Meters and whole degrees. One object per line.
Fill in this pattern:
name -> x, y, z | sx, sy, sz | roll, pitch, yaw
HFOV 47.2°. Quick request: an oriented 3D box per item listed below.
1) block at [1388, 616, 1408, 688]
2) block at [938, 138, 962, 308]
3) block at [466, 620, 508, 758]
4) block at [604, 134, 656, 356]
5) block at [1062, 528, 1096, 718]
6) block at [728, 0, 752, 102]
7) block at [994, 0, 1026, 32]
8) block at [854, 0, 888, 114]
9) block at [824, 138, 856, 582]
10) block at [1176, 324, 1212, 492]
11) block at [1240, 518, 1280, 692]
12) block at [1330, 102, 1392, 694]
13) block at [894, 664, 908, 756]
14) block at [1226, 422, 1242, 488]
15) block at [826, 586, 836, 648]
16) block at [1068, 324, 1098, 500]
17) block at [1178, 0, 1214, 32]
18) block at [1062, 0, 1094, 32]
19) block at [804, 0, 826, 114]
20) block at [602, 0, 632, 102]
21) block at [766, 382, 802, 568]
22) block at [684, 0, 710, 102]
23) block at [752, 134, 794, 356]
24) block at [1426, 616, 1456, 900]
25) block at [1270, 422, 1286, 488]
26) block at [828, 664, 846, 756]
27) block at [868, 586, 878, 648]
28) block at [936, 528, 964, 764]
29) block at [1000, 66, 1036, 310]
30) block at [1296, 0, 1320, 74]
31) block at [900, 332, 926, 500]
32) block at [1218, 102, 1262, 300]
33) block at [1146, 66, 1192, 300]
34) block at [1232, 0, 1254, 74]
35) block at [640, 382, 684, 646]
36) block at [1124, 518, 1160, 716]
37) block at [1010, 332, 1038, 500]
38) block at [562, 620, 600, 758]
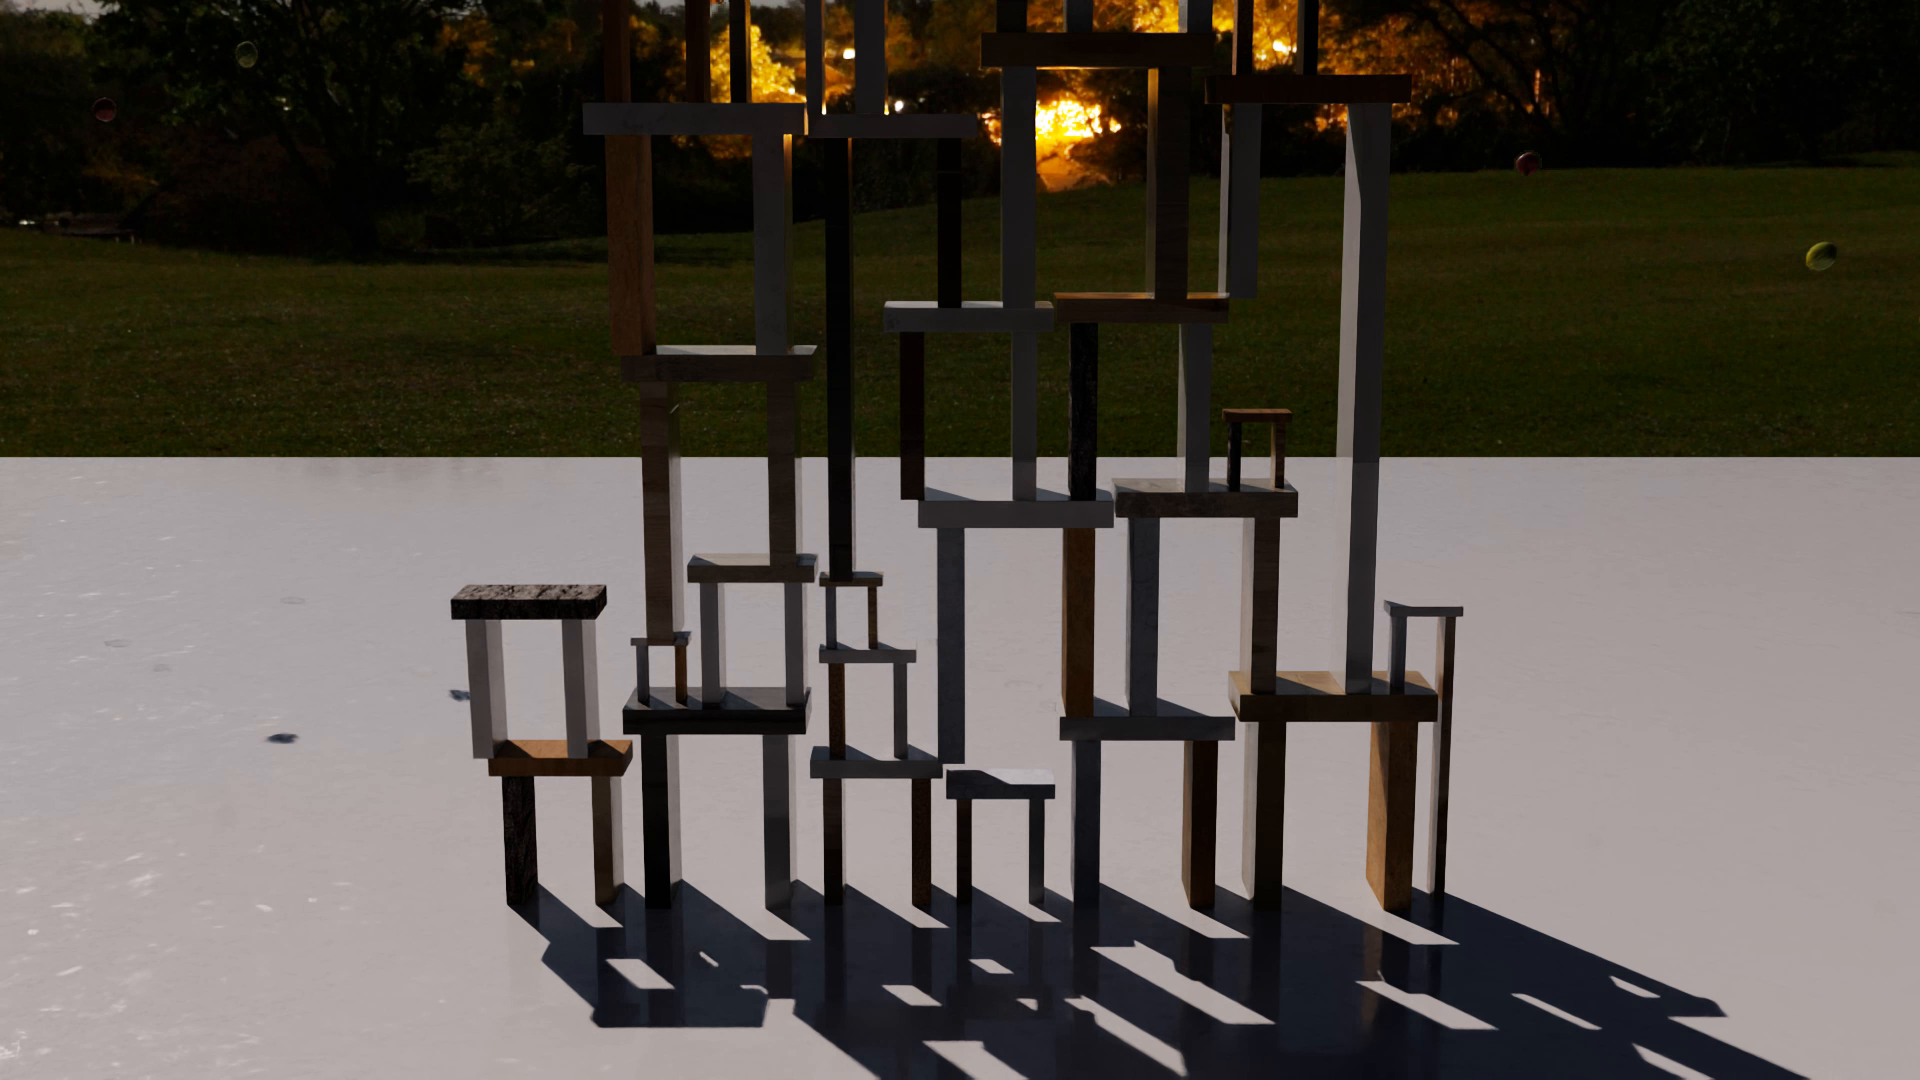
block -> 0.713, 0.176, 3.588 | 0.017, 0.118, 0.059 | 0, 11, 0
block -> -0.017, -0.502, 3.469 | 0.037, 0.260, 0.130 | 0, 11, 0
block -> -0.775, 0.231, 3.604 | 0.033, 0.231, 0.116 | -1, 10, 0
block -> -0.519, -0.469, 3.471 | 0.048, 0.338, 0.169 | 0, 11, 0
block -> 0.192, 0.119, 3.583 | 0.044, 0.310, 0.155 | 0, 11, 0
block -> -0.341, -0.767, 3.411 | 0.025, 0.176, 0.088 | 0, 11, 0
block -> 0.078, -0.942, 3.381 | 0.046, 0.322, 0.161 | 0, 11, 0
block -> -0.137, -0.882, 3.390 | 0.046, 0.442, 0.161 | 0, 11, 0
block -> -0.190, -0.287, 3.509 | 0.037, 0.697, 0.130 | 0, 11, 0
block -> 0.374, -0.219, 3.516 | 0.038, 0.267, 0.134 | 0, 11, 0
block -> 0.487, 0.092, 3.579 | 0.041, 0.286, 0.143 | 0, 11, 0
block -> 0.639, -0.224, 3.518 | 0.042, 0.931, 0.149 | 0, 11, 0
block -> -0.097, 0.269, 3.613 | 0.022, 0.158, 0.079 | 0, 11, 0
block -> 0.441, -0.140, 3.538 | 0.015, 0.105, 0.053 | 0, 11, 0
block -> -0.210, 0.121, 3.580 | 0.015, 0.103, 0.051 | 0, 11, 0
block -> 0.196, -0.213, 3.517 | 0.038, 0.280, 0.134 | 0, 11, 0
block -> 0.364, -0.917, 3.384 | 0.039, 0.272, 0.136 | 0, 11, 0
block -> 0.182, -0.917, 3.384 | 0.039, 0.272, 0.136 | 0, 11, 0
block -> -0.225, -0.759, 3.413 | 0.025, 0.192, 0.088 | 0, 11, 0
block -> -0.532, -0.774, 3.409 | 0.027, 0.189, 0.094 | 0, 11, 0
block -> -0.281, -0.115, 3.537 | 0.042, 0.298, 0.149 | 0, 11, 0
block -> -0.406, -0.774, 3.410 | 0.027, 0.189, 0.095 | 0, 11, 0
block -> -0.294, -0.469, 3.472 | 0.048, 0.338, 0.169 | 0, 11, 0
block -> 0.792, 0.355, 3.621 | 0.017, 0.481, 0.059 | 0, 11, 0
block -> 0.511, -0.140, 3.538 | 0.015, 0.105, 0.053 | 0, 11, 0
block -> -0.202, 0.269, 3.613 | 0.022, 0.157, 0.079 | 0, 11, 0
block -> -0.141, 0.121, 3.580 | 0.015, 0.103, 0.051 | 0, 11, 0
block -> -0.014, 0.157, 3.590 | 0.044, 0.387, 0.155 | 0, 11, 0
block -> 0.091, -0.554, 3.453 | 0.050, 0.367, 0.176 | 0, 11, 0
block -> 0.540, -0.797, 3.412 | 0.021, 0.150, 0.075 | 0, 11, 0
block -> -0.075, -0.206, 3.521 | 0.038, 0.266, 0.133 | 0, 11, 0
block -> 0.440, -0.535, 3.460 | 0.042, 0.299, 0.149 | 0, 11, 0
block -> 0.326, -0.561, 3.453 | 0.050, 0.353, 0.176 | 0, 11, 0
block -> 0.439, -0.797, 3.412 | 0.021, 0.150, 0.075 | 0, 11, 0
block -> -0.479, -0.053, 3.548 | 0.042, 0.423, 0.149 | 0, 11, 0
block -> 0.296, 0.111, 3.583 | 0.041, 0.325, 0.143 | 0, 11, 0
block -> 0.102, -0.206, 3.521 | 0.038, 0.265, 0.133 | 0, 11, 0
block -> -0.621, 0.230, 3.604 | 0.033, 0.231, 0.116 | -1, 10, 1
